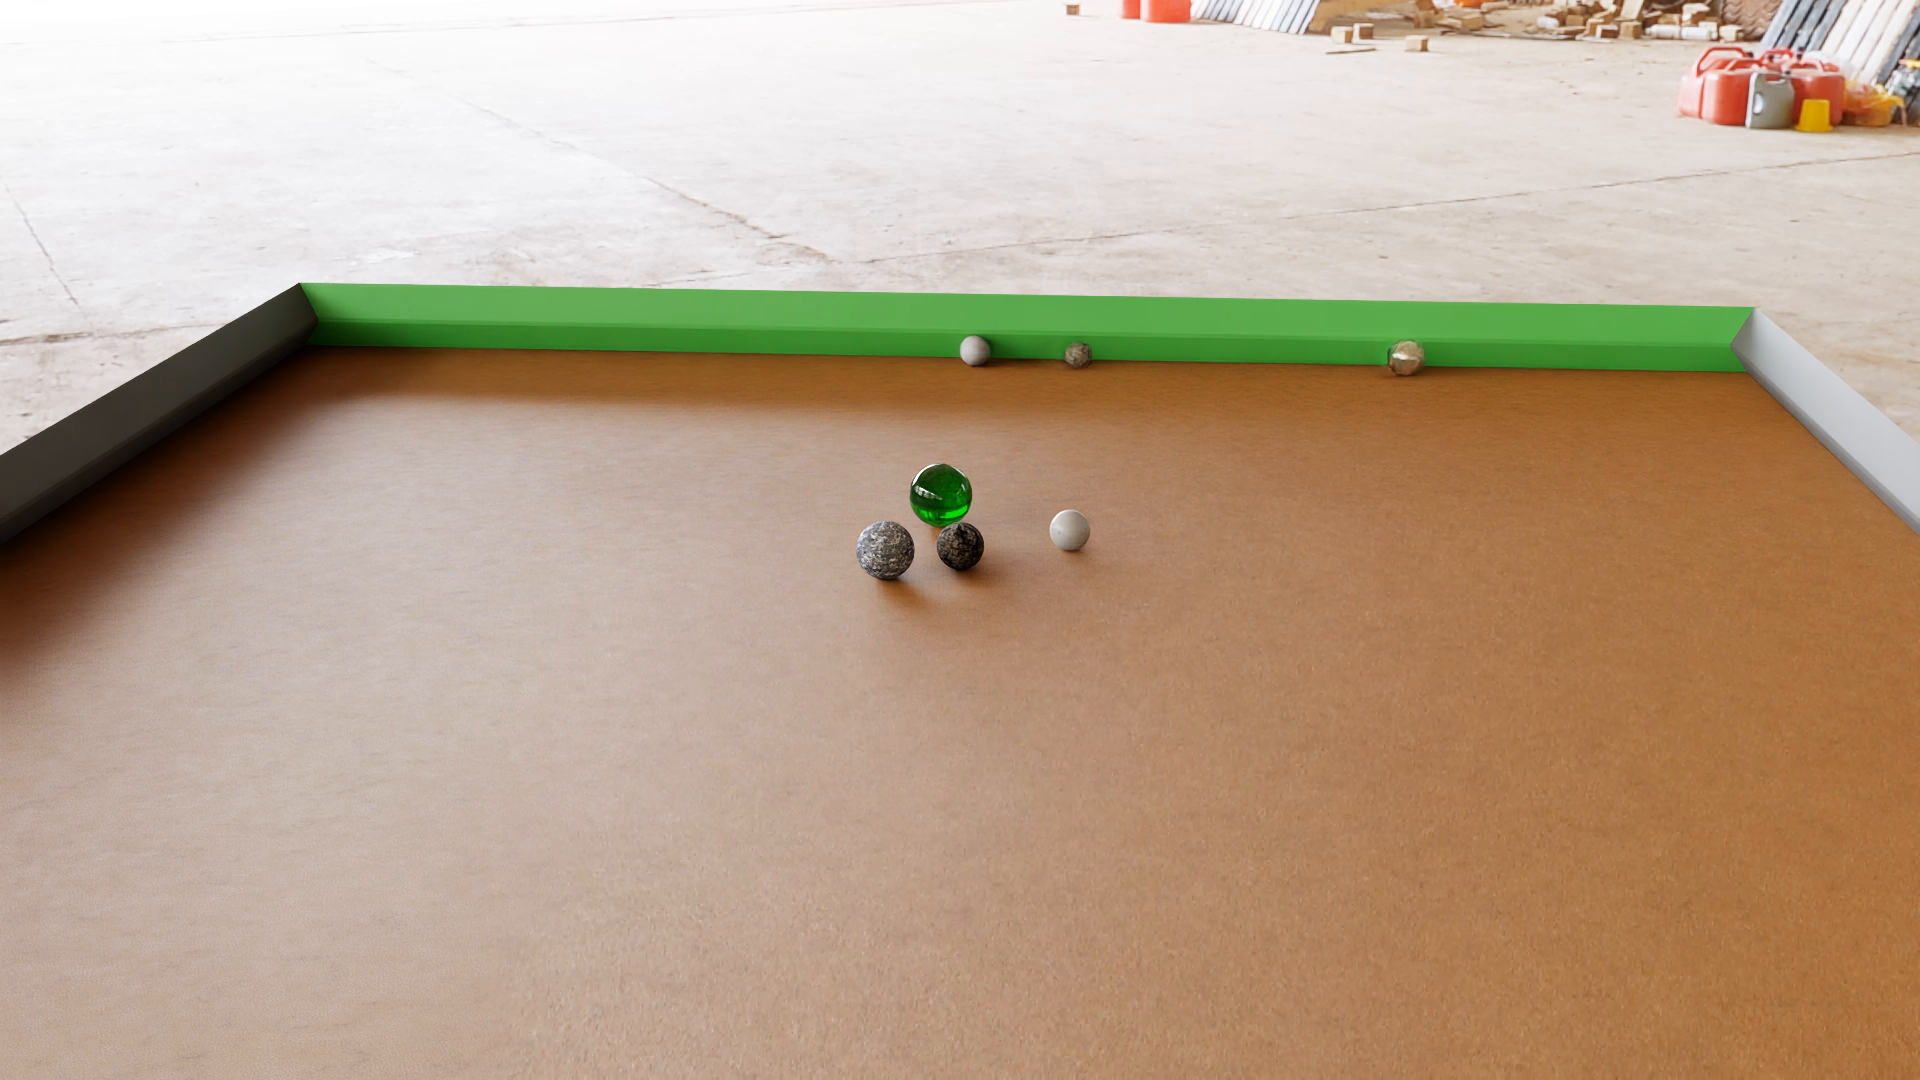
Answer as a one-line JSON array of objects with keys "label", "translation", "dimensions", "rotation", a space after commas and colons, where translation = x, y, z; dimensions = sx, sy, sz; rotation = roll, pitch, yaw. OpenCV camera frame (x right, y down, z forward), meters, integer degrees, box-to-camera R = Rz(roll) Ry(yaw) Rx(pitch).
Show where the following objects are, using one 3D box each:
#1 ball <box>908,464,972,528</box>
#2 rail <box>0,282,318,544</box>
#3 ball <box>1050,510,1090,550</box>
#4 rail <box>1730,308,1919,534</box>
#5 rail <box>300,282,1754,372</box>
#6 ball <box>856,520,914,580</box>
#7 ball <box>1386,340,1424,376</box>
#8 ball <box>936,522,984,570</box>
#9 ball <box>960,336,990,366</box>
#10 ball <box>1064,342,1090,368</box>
[{"label": "ball", "translation": [-0.025, -0.058, 2.850], "dimensions": [0.083, 0.083, 0.083], "rotation": [0, 19, 0]}, {"label": "rail", "translation": [-1.277, 0.283, 1.801], "dimensions": [0.045, 0.108, 4.212], "rotation": [1, 19, 4]}, {"label": "ball", "translation": [0.138, -0.012, 2.763], "dimensions": [0.052, 0.052, 0.052], "rotation": [0, 19, 0]}, {"label": "rail", "translation": [1.112, 0.343, 1.623], "dimensions": [0.045, 0.108, 4.212], "rotation": [1, 19, 4]}, {"label": "rail", "translation": [0.081, -0.353, 3.678], "dimensions": [2.443, 0.108, 0.045], "rotation": [1, 19, 4]}, {"label": "ball", "translation": [-0.090, 0.012, 2.661], "dimensions": [0.071, 0.071, 0.071], "rotation": [0, 19, 0]}, {"label": "ball", "translation": [0.728, -0.299, 3.597], "dimensions": [0.059, 0.059, 0.059], "rotation": [0, 19, 0]}, {"label": "ball", "translation": [0.001, 0.007, 2.695], "dimensions": [0.059, 0.059, 0.059], "rotation": [0, 19, 0]}, {"label": "ball", "translation": [0.026, -0.315, 3.660], "dimensions": [0.051, 0.051, 0.051], "rotation": [0, 19, 0]}, {"label": "ball", "translation": [0.195, -0.307, 3.646], "dimensions": [0.043, 0.043, 0.043], "rotation": [0, 19, 0]}]
